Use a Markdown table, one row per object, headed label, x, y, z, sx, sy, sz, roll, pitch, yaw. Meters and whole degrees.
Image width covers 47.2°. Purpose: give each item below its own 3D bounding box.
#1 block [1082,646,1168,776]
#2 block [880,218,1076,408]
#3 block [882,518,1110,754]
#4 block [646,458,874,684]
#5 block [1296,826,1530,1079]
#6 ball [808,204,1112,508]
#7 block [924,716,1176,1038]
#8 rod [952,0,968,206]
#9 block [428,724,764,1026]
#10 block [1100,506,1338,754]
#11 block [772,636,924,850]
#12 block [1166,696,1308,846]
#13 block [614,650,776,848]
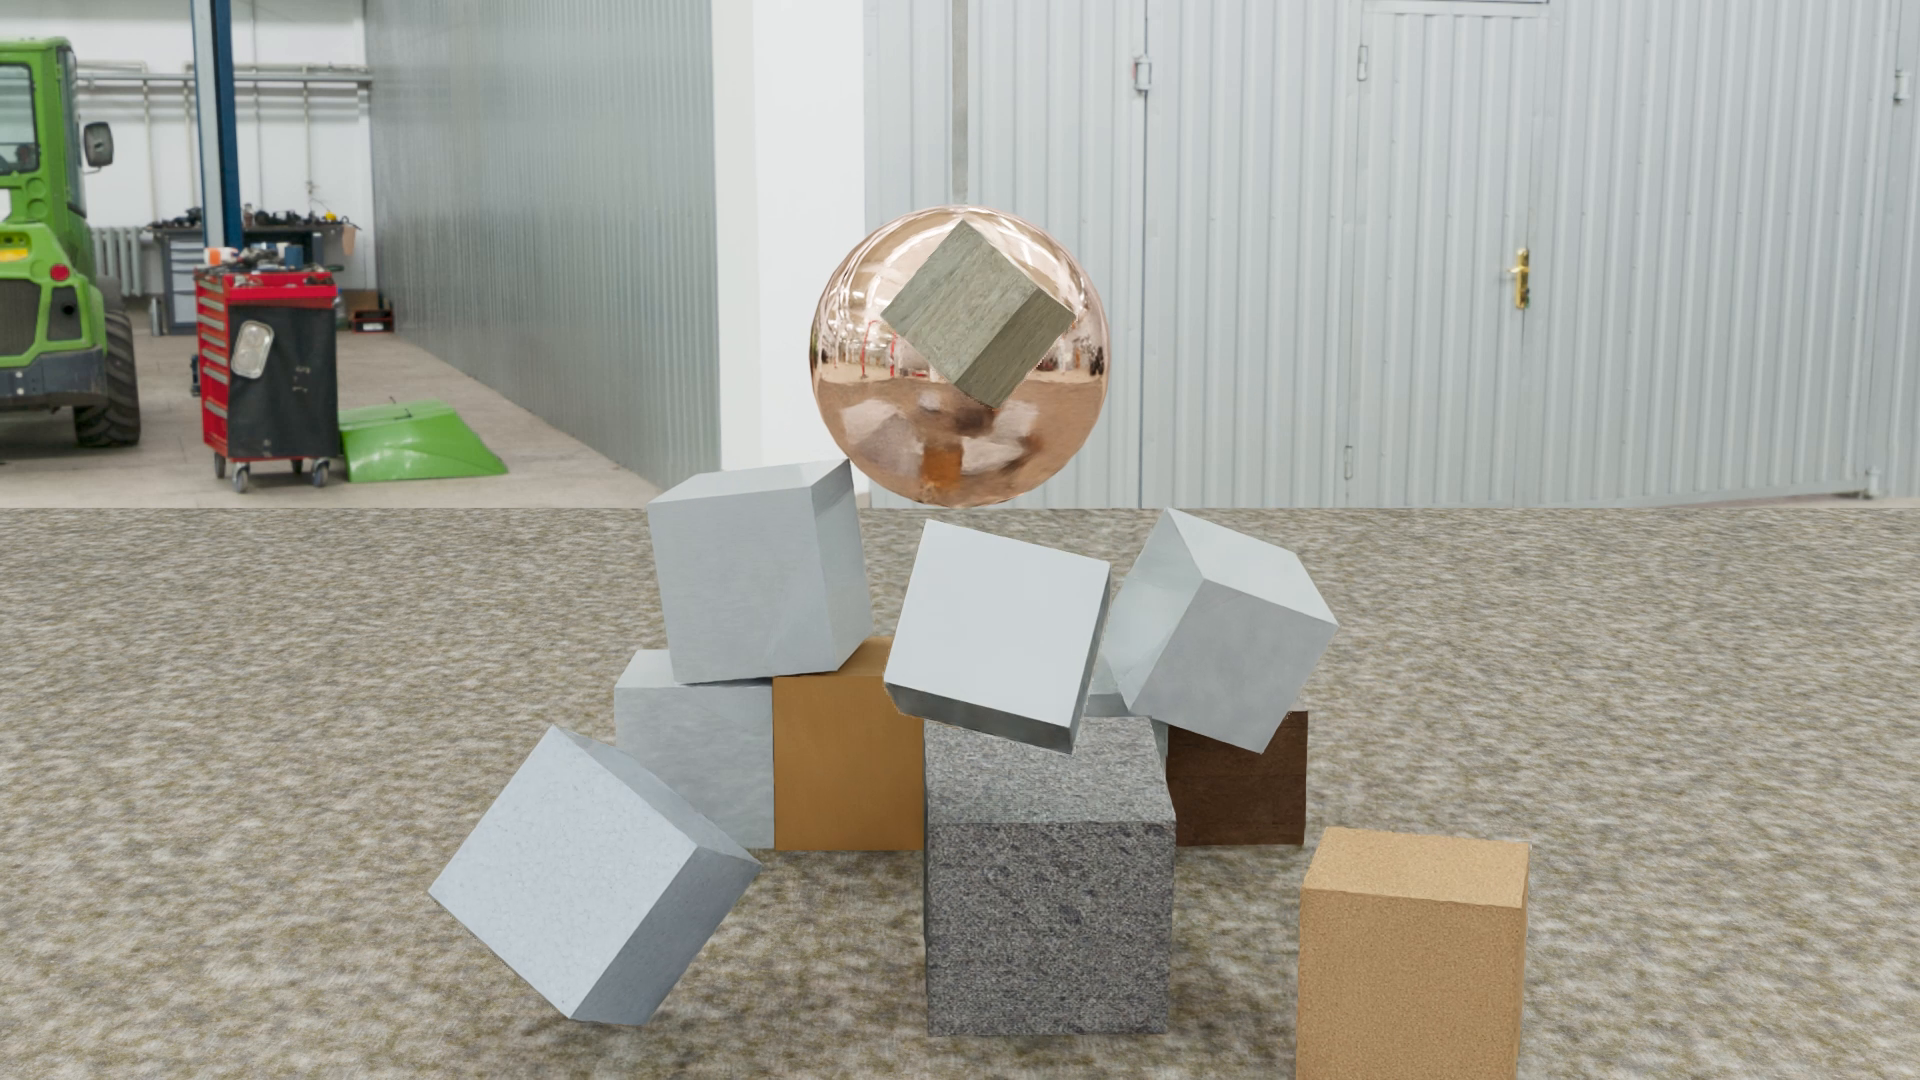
| label | x | y | z | sx | sy | sz | roll | pitch | yaw |
| --- | --- | --- | --- | --- | --- | --- | --- | --- | --- |
| block | 0.500 | 1.004 | 11.015 | 0.934 | 0.928 | 0.820 | -1 | 23 | -4 |
| block | 0.092 | -1.062 | 10.419 | 0.516 | 0.594 | 0.588 | 44 | 8 | 20 |
| block | 0.159 | 0.385 | 8.445 | 0.704 | 0.633 | 0.735 | 14 | -12 | 7 |
| block | -0.997 | 0.145 | 11.198 | 0.837 | 0.921 | 0.862 | -6 | 10 | 11 |
| block | 1.754 | 1.622 | 8.483 | 0.793 | 0.773 | 0.772 | 3 | 11 | 16 |
| ball | 0.000 | -0.965 | 11.604 | 1.600 | 1.600 | 1.600 | 0 | 10 | 0 |
| block | 0.337 | 1.359 | 9.007 | 0.951 | 0.950 | 0.936 | 0 | 21 | -2 |
| rod | 0.000 | -4.234 | 10.670 | 0.080 | 5.200 | 0.080 | 0 | 16 | 0 |
| block | -1.420 | 1.331 | 8.660 | 0.786 | 0.799 | 0.703 | 36 | -2 | 21 |
| block | 1.199 | 0.424 | 10.387 | 0.726 | 0.746 | 0.699 | 19 | 23 | -20 |
| block | -0.467 | 1.034 | 11.363 | 0.918 | 0.897 | 0.873 | 0 | 10 | 0 |
| block | 1.344 | 1.133 | 11.392 | 0.766 | 0.695 | 0.733 | 0 | 10 | -2 |
| block | -1.323 | 1.066 | 11.381 | 0.785 | 0.831 | 0.826 | 0 | 10 | 0 |
